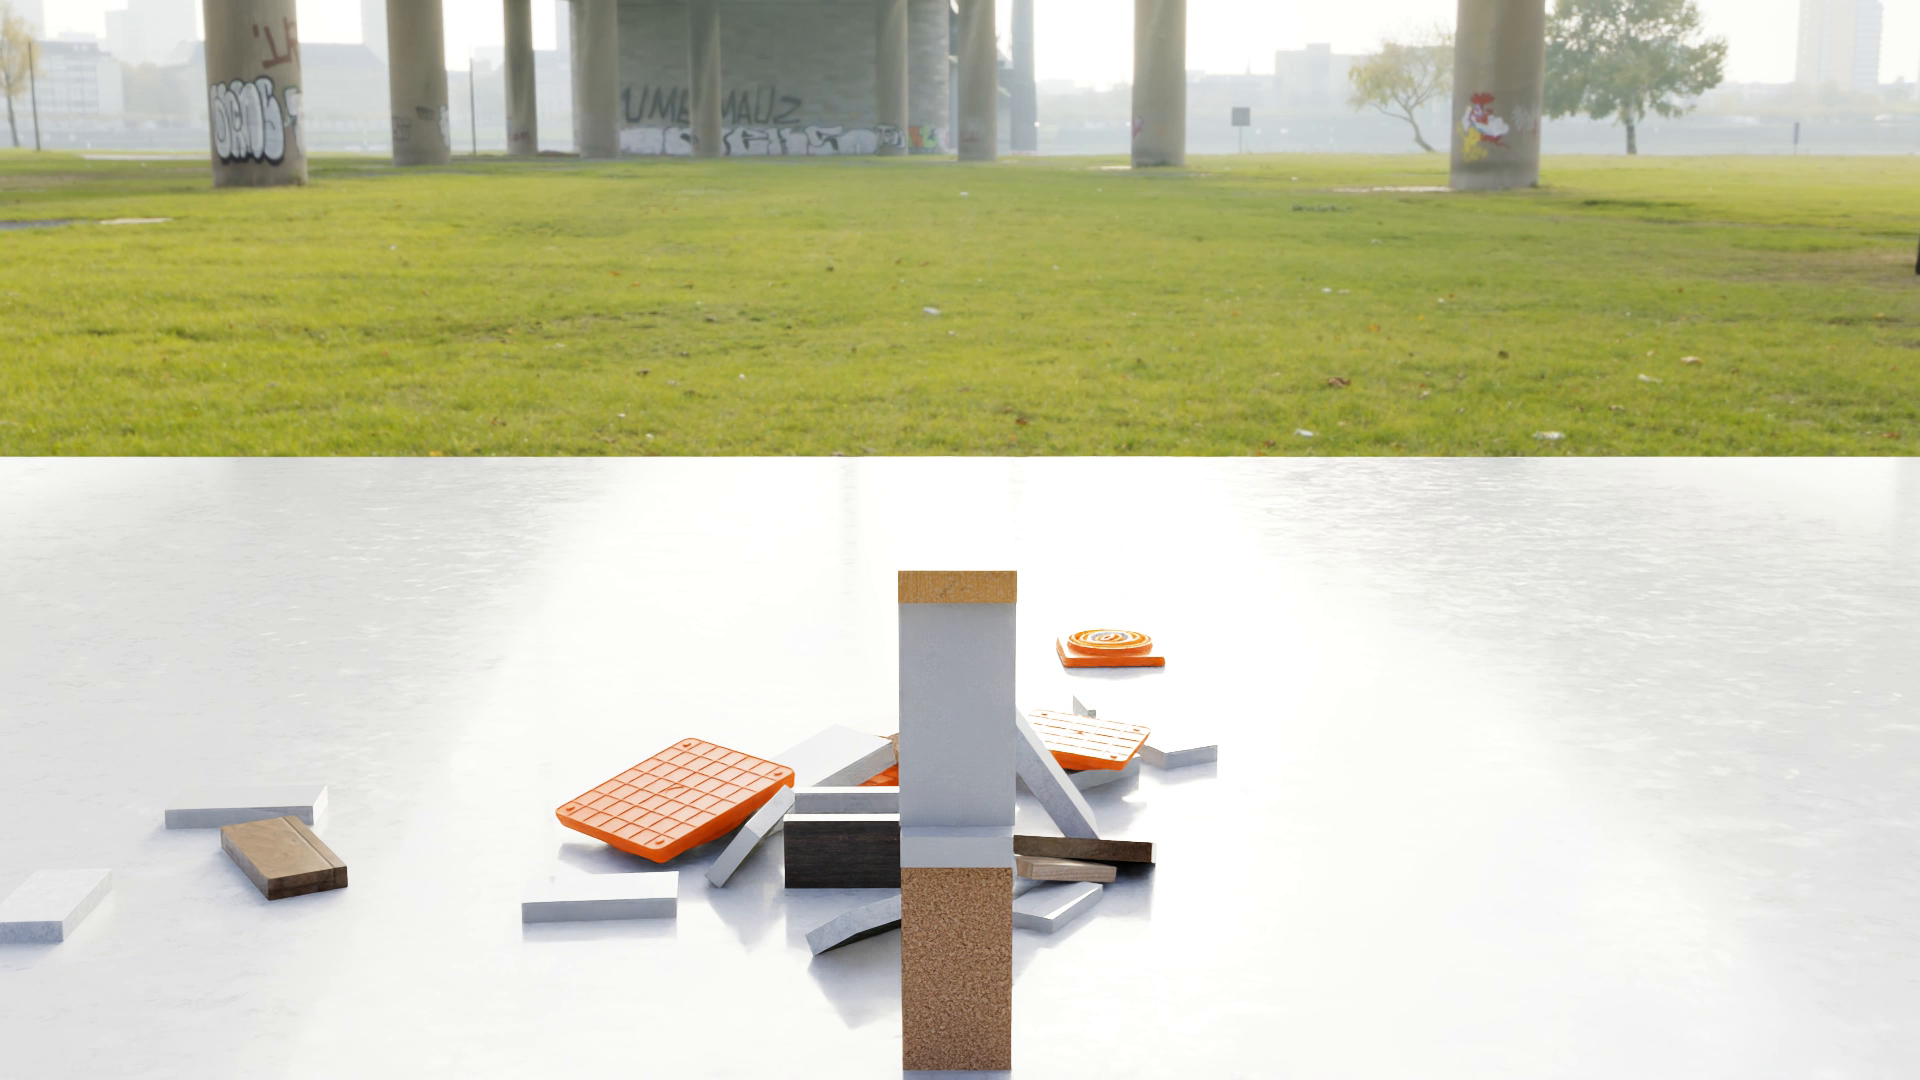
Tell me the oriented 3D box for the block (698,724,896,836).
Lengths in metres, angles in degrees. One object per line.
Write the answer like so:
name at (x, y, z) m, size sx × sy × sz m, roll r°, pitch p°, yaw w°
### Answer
block at (-0.300, 0.447, 4.085) m, size 0.334 × 0.047 × 0.167 m, roll -27°, pitch 25°, yaw -36°

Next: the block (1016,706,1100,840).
block at (0.130, 0.392, 3.915) m, size 0.047 × 0.334 × 0.167 m, roll -35°, pitch 9°, yaw 5°

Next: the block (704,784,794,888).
block at (-0.356, 0.509, 3.792) m, size 0.034 × 0.119 × 0.238 m, roll 40°, pitch 16°, yaw 3°

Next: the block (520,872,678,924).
block at (-0.587, 0.585, 3.602) m, size 0.247 × 0.035 × 0.124 m, roll -1°, pitch 11°, yaw -6°

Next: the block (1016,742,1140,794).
block at (0.219, 0.451, 4.316) m, size 0.257 × 0.036 × 0.128 m, roll -10°, pitch 14°, yaw -42°

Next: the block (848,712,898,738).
block at (-0.107, 0.397, 4.411) m, size 0.167 × 0.047 × 0.350 m, roll 6°, pitch 3°, yaw 18°

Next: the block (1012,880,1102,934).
block at (0.151, 0.593, 3.580) m, size 0.092 × 0.026 × 0.184 m, roll 6°, pitch 12°, yaw 29°

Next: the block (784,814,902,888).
block at (-0.176, 0.524, 3.700) m, size 0.238 × 0.119 × 0.034 m, roll 0°, pitch 11°, yaw -1°

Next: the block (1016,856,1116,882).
block at (0.162, 0.549, 3.676) m, size 0.184 × 0.026 × 0.092 m, roll 9°, pitch -3°, yaw -38°

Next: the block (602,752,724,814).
block at (-0.570, 0.466, 4.234) m, size 0.132 × 0.037 × 0.265 m, roll 3°, pitch 11°, yaw 17°

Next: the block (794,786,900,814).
block at (-0.170, 0.495, 3.855) m, size 0.238 × 0.119 × 0.034 m, roll 0°, pitch 11°, yaw -1°

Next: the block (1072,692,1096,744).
block at (0.262, 0.374, 4.637) m, size 0.020 × 0.072 × 0.144 m, roll -2°, pitch 11°, yaw -10°

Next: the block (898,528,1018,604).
block at (-0.003, 0.032, 2.996) m, size 0.155 × 0.044 × 0.310 m, roll 0°, pitch 11°, yaw 0°

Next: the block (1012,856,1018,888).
block at (0.011, 0.550, 3.346) m, size 0.120 × 0.239 × 0.034 m, roll -2°, pitch 54°, yaw -9°

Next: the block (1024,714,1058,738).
block at (0.092, 0.400, 4.500) m, size 0.128 × 0.036 × 0.257 m, roll 6°, pitch 10°, yaw 24°

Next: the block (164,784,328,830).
block at (-1.322, 0.495, 4.080) m, size 0.265 × 0.037 × 0.132 m, roll -1°, pitch 11°, yaw -5°

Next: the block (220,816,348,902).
block at (-1.171, 0.546, 3.801) m, size 0.132 × 0.037 × 0.326 m, roll -6°, pitch 12°, yaw -31°

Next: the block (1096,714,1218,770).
block at (0.403, 0.414, 4.517) m, size 0.128 × 0.036 × 0.256 m, roll -6°, pitch 12°, yaw -28°

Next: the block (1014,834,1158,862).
block at (0.215, 0.532, 3.787) m, size 0.239 × 0.034 × 0.120 m, roll 2°, pitch -9°, yaw 9°

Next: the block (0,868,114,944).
block at (-1.476, 0.591, 3.565) m, size 0.124 × 0.035 × 0.247 m, roll -1°, pitch 11°, yaw -4°

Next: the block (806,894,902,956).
block at (-0.107, 0.585, 3.434) m, size 0.247 × 0.035 × 0.124 m, roll -10°, pitch -18°, yaw -43°

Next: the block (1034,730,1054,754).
block at (0.127, 0.396, 4.391) m, size 0.144 × 0.020 × 0.072 m, roll 28°, pitch 25°, yaw -27°

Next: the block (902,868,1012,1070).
block at (-0.004, 0.568, 2.972) m, size 0.148 × 0.297 × 0.042 m, roll 0°, pitch 11°, yaw 0°

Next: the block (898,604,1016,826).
block at (-0.004, 0.225, 2.927) m, size 0.155 × 0.310 × 0.044 m, roll 0°, pitch 11°, yaw 0°

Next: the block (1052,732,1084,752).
block at (0.222, 0.419, 4.549) m, size 0.052 × 0.015 × 0.104 m, roll 3°, pitch 11°, yaw 13°

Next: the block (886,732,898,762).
block at (-0.036, 0.429, 4.138) m, size 0.112 × 0.032 × 0.223 m, roll -20°, pitch 43°, yaw -23°

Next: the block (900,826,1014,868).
block at (-0.004, 0.384, 3.039) m, size 0.148 × 0.042 × 0.297 m, roll 0°, pitch 11°, yaw 0°
